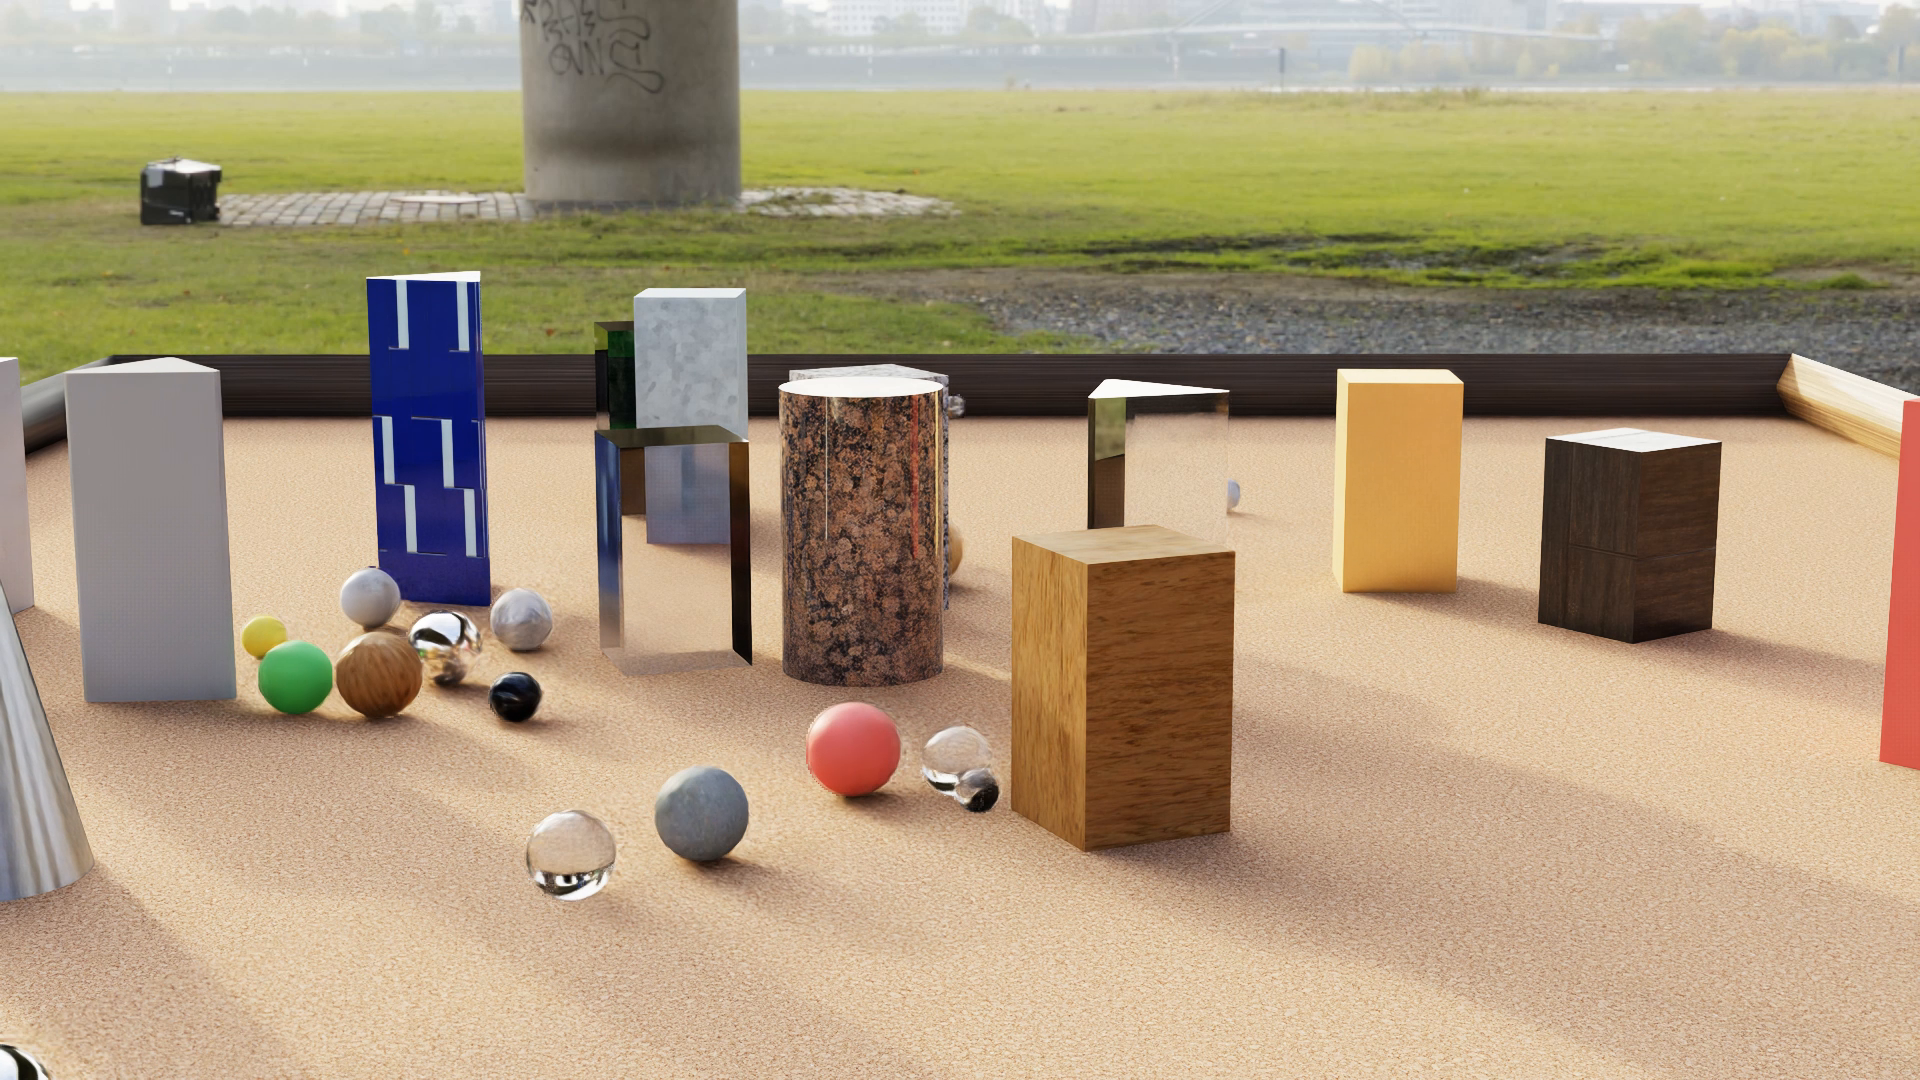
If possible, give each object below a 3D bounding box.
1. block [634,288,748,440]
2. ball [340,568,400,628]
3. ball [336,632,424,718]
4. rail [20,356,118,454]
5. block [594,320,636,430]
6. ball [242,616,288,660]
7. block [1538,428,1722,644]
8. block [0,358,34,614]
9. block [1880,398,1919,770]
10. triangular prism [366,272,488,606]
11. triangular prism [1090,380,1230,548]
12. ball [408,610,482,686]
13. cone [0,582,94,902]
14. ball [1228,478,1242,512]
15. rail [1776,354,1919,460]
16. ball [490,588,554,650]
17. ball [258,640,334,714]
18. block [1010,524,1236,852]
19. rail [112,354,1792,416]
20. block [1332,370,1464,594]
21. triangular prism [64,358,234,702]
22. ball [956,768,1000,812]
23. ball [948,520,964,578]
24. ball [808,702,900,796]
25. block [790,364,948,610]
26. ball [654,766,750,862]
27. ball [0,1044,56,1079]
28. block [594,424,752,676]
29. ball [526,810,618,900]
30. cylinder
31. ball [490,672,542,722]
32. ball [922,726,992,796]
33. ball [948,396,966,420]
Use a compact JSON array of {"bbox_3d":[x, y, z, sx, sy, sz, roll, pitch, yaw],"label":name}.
[{"bbox_3d":[-0.421,-0.203,4.049,0.158,0.375,0.158,0,10,1],"label":"block"},{"bbox_3d":[-0.772,0.076,3.360,0.077,0.077,0.077,0,10,0],"label":"ball"},{"bbox_3d":[-0.656,0.152,2.899,0.097,0.097,0.097,0,10,0],"label":"ball"},{"bbox_3d":[-1.736,0.035,3.439,0.045,0.128,3.940,0,10,0],"label":"rail"},{"bbox_3d":[-0.523,-0.214,4.321,0.158,0.297,0.158,-3,11,-16],"label":"block"},{"bbox_3d":[-0.863,0.121,3.182,0.055,0.055,0.055,0,10,0],"label":"ball"},{"bbox_3d":[0.874,-0.009,3.353,0.158,0.247,0.158,-7,13,-35],"label":"block"},{"bbox_3d":[-1.350,-0.065,3.405,0.158,0.339,0.158,1,11,6],"label":"block"},{"bbox_3d":[1.085,0.046,2.677,0.158,0.385,0.158,-9,14,-41],"label":"block"},{"bbox_3d":[-0.699,-0.145,3.552,0.171,0.442,0.148,4,11,19],"label":"triangular prism"},{"bbox_3d":[0.201,0.002,2.981,0.171,0.362,0.148,-4,11,-20],"label":"triangular prism"},{"bbox_3d":[-0.613,0.128,3.049,0.088,0.088,0.088,0,10,0],"label":"ball"},{"bbox_3d":[-0.895,0.101,2.307,0.197,0.413,0.197,0,10,0],"label":"cone"},{"bbox_3d":[0.435,-0.075,4.231,0.058,0.058,0.058,0,10,0],"label":"ball"},{"bbox_3d":[1.736,0.031,3.459,0.045,0.128,3.940,0,10,0],"label":"rail"},{"bbox_3d":[-0.552,0.100,3.229,0.078,0.078,0.078,0,10,0],"label":"ball"},{"bbox_3d":[-0.755,0.156,2.914,0.084,0.084,0.084,0,10,0],"label":"ball"},{"bbox_3d":[0.155,0.138,2.482,0.158,0.275,0.158,-5,12,-24],"label":"block"},{"bbox_3d":[-0.011,-0.322,5.363,3.520,0.128,0.045,0,10,0],"label":"rail"},{"bbox_3d":[0.618,-0.085,3.633,0.158,0.295,0.158,1,11,3],"label":"block"},{"bbox_3d":[-0.935,-0.016,3.018,0.171,0.383,0.148,-1,11,-4],"label":"triangular prism"},{"bbox_3d":[0.017,0.247,2.530,0.044,0.044,0.044,0,10,0],"label":"ball"},{"bbox_3d":[-0.045,0.013,3.644,0.098,0.098,0.098,0,10,0],"label":"ball"},{"bbox_3d":[-0.107,0.211,2.587,0.094,0.094,0.094,0,10,0],"label":"ball"},{"bbox_3d":[-0.123,-0.068,3.475,0.158,0.318,0.158,-6,12,-30],"label":"block"},{"bbox_3d":[-0.239,0.253,2.376,0.088,0.088,0.088,0,10,0],"label":"ball"},{"bbox_3d":[-0.638,0.378,1.683,0.095,0.095,0.095,0,10,0],"label":"ball"},{"bbox_3d":[-0.355,0.009,3.169,0.158,0.278,0.158,-4,11,-19],"label":"block"},{"bbox_3d":[-0.343,0.278,2.263,0.080,0.080,0.080,0,10,0],"label":"ball"},{"bbox_3d":[-0.118,-0.014,3.107,0.197,0.346,0.197,0,10,0],"label":"cylinder"},{"bbox_3d":[-0.498,0.176,2.879,0.057,0.057,0.057,0,10,0],"label":"ball"},{"bbox_3d":[-0.003,0.222,2.587,0.071,0.071,0.071,0,10,0],"label":"ball"},{"bbox_3d":[-0.014,-0.277,5.340,0.050,0.050,0.050,0,10,0],"label":"ball"}]
